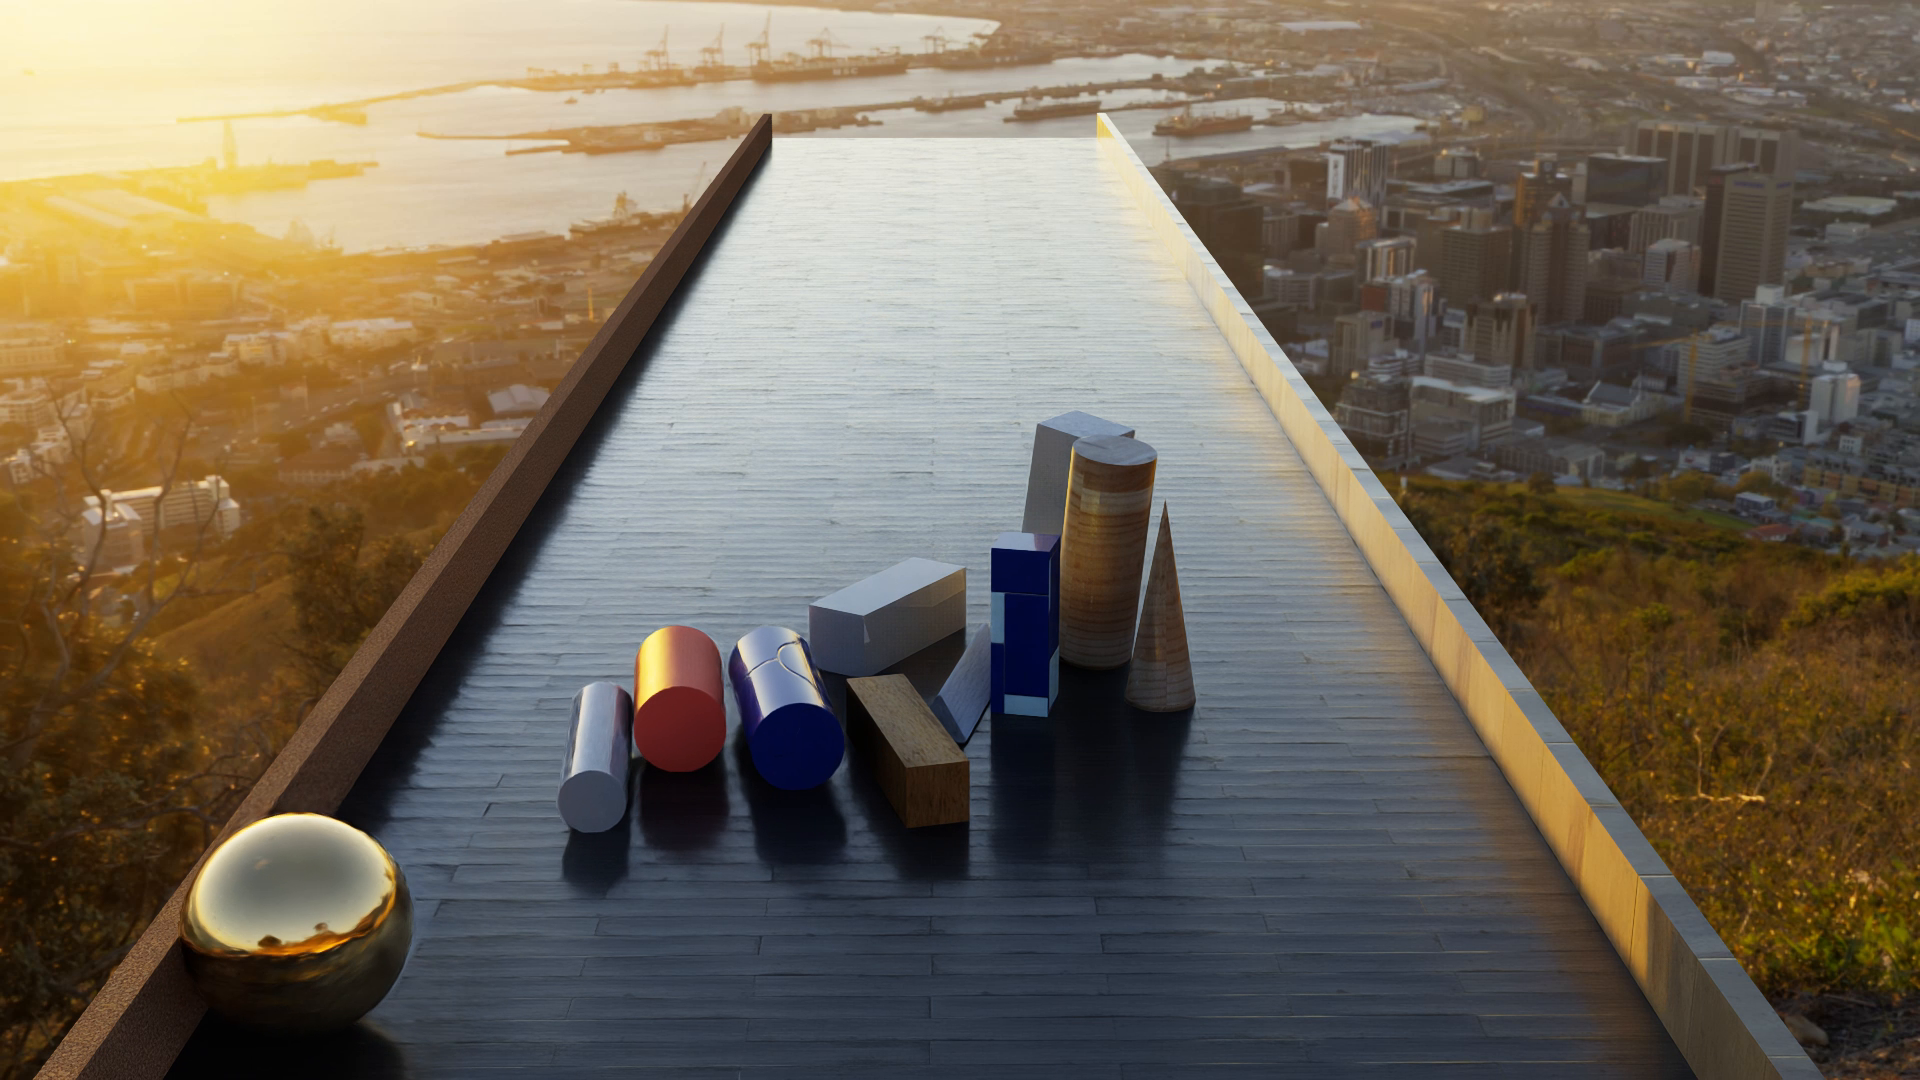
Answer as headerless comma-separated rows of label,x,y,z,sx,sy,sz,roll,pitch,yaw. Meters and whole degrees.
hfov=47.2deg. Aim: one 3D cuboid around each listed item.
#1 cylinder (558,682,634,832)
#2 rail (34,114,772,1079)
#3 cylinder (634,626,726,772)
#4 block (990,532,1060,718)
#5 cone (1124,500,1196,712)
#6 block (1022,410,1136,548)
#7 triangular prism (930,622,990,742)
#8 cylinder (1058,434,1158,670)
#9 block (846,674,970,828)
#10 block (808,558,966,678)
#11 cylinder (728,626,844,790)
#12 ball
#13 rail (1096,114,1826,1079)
cylinder,-0.624,0.368,3.793,0.111,0.111,0.419,-2,17,-6
rail,-1.118,-0.838,7.780,0.050,0.150,12.000,0,17,-1
cylinder,-0.509,0.284,3.989,0.161,0.161,0.329,-2,17,-7
block,0.123,0.158,4.130,0.109,0.323,0.109,4,17,13
cone,0.382,0.113,4.147,0.138,0.399,0.138,0,17,0
block,0.229,-0.027,4.516,0.146,0.439,0.146,21,25,30
triangular prism,0.006,0.263,4.181,0.100,0.087,0.419,3,17,11
cylinder,0.282,0.025,4.346,0.166,0.435,0.166,4,23,-2
block,-0.096,0.360,3.827,0.108,0.108,0.436,-5,17,-15
block,-0.143,0.154,4.477,0.131,0.131,0.378,10,19,30
cylinder,-0.316,0.296,3.949,0.161,0.161,0.412,-3,17,-11
ball,-0.890,0.518,2.958,0.301,0.301,0.301,0,17,0
rail,0.932,-0.844,7.801,0.050,0.150,12.000,0,17,-1
